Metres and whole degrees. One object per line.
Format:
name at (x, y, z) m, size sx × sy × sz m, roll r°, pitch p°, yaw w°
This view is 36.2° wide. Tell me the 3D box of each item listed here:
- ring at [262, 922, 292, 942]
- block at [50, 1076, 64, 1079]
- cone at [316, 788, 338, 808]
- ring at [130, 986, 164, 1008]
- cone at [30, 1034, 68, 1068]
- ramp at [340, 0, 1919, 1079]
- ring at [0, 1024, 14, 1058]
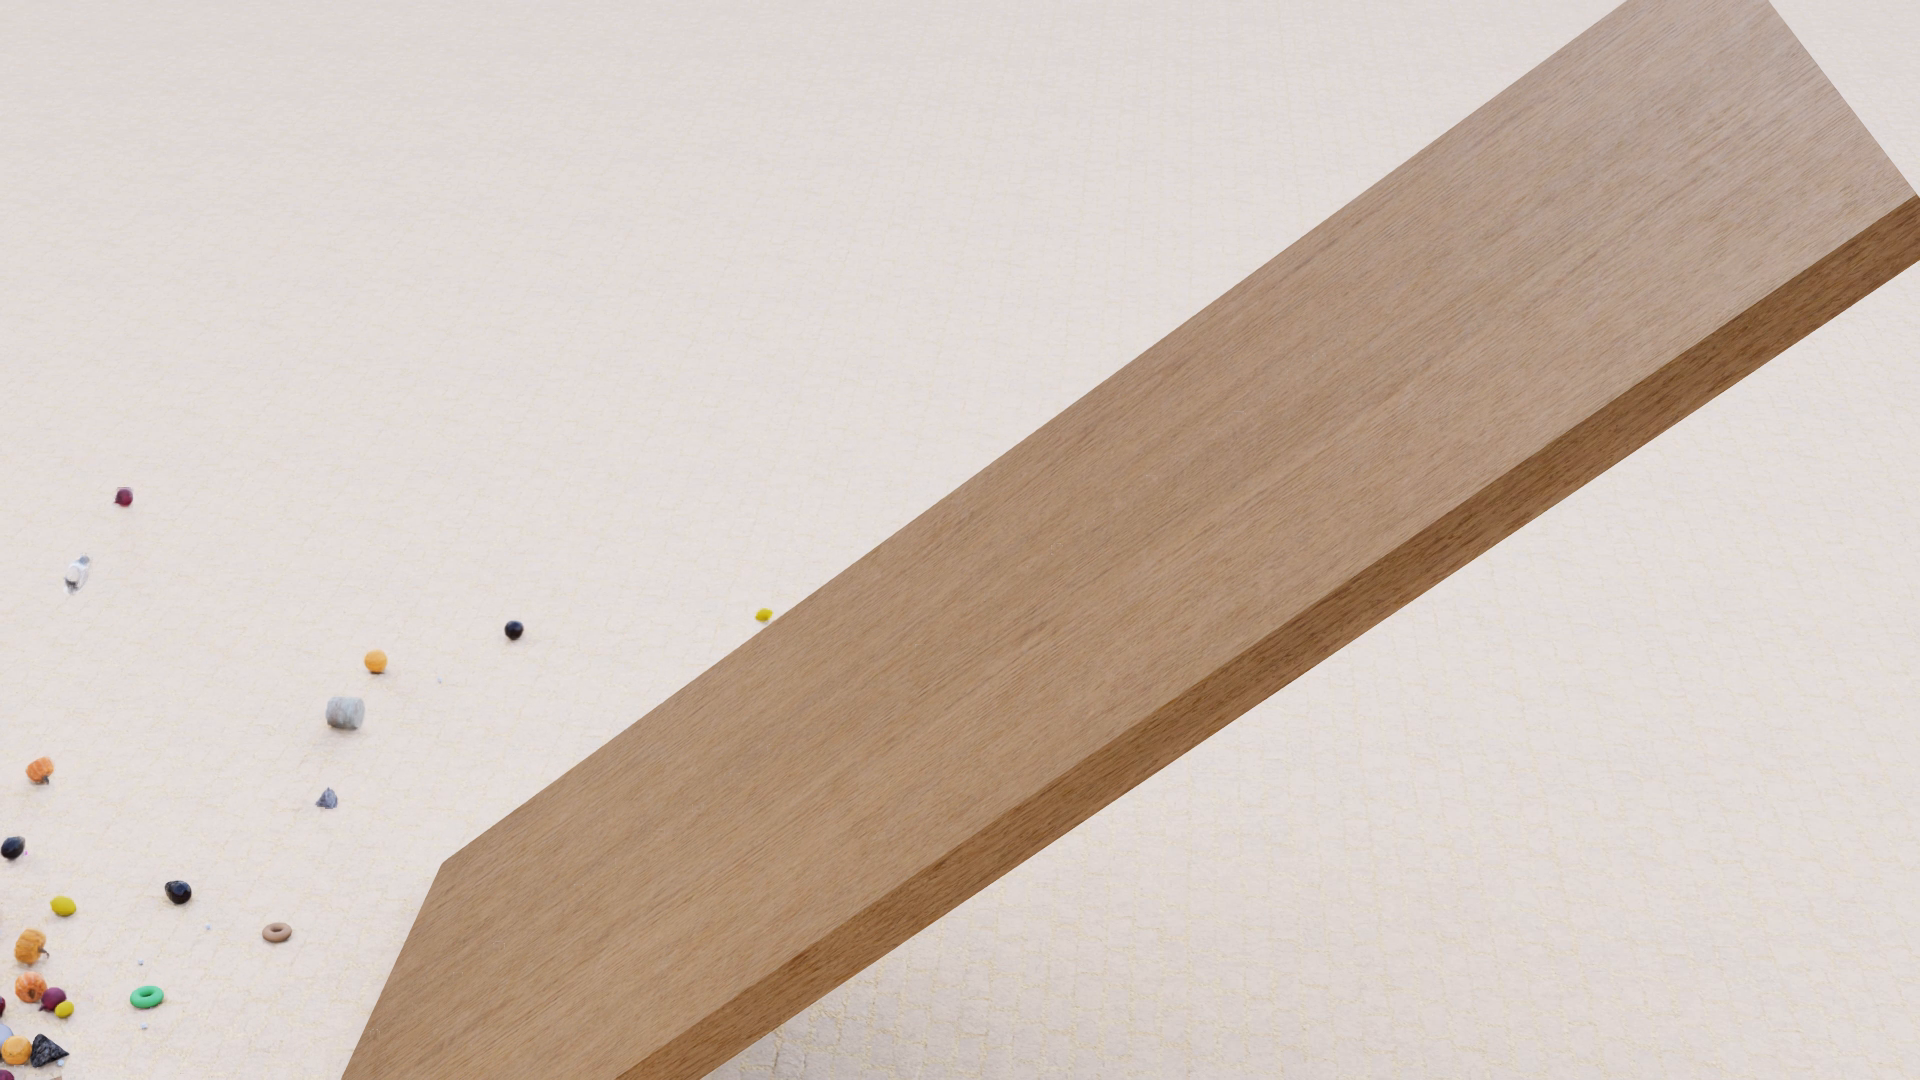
ring at (-1.776, 1.020, 7.650) m, size 0.077 × 0.026 × 0.077 m, roll 1°, pitch 22°, yaw 0°
block at (-2.125, 1.325, 6.873) m, size 0.090 × 0.090 × 0.090 m, roll -15°, pitch 28°, yaw -30°
cone at (-1.797, 0.737, 8.294) m, size 0.059 × 0.059 × 0.059 m, roll -21°, pitch 17°, yaw 19°
ring at (-2.036, 1.144, 7.364) m, size 0.083 × 0.028 × 0.083 m, roll -1°, pitch 23°, yaw 1°
cone at (-2.195, 1.242, 7.128) m, size 0.083 × 0.083 × 0.083 m, roll 16°, pitch 10°, yaw -40°
ramp at (0.121, 0.185, 6.339) m, size 4.000 × 0.100 × 2.000 m, roll -36°, pitch 16°, yaw 18°
ring at (-2.378, 1.223, 7.157) m, size 0.146 × 0.049 × 0.146 m, roll -1°, pitch 23°, yaw 0°
